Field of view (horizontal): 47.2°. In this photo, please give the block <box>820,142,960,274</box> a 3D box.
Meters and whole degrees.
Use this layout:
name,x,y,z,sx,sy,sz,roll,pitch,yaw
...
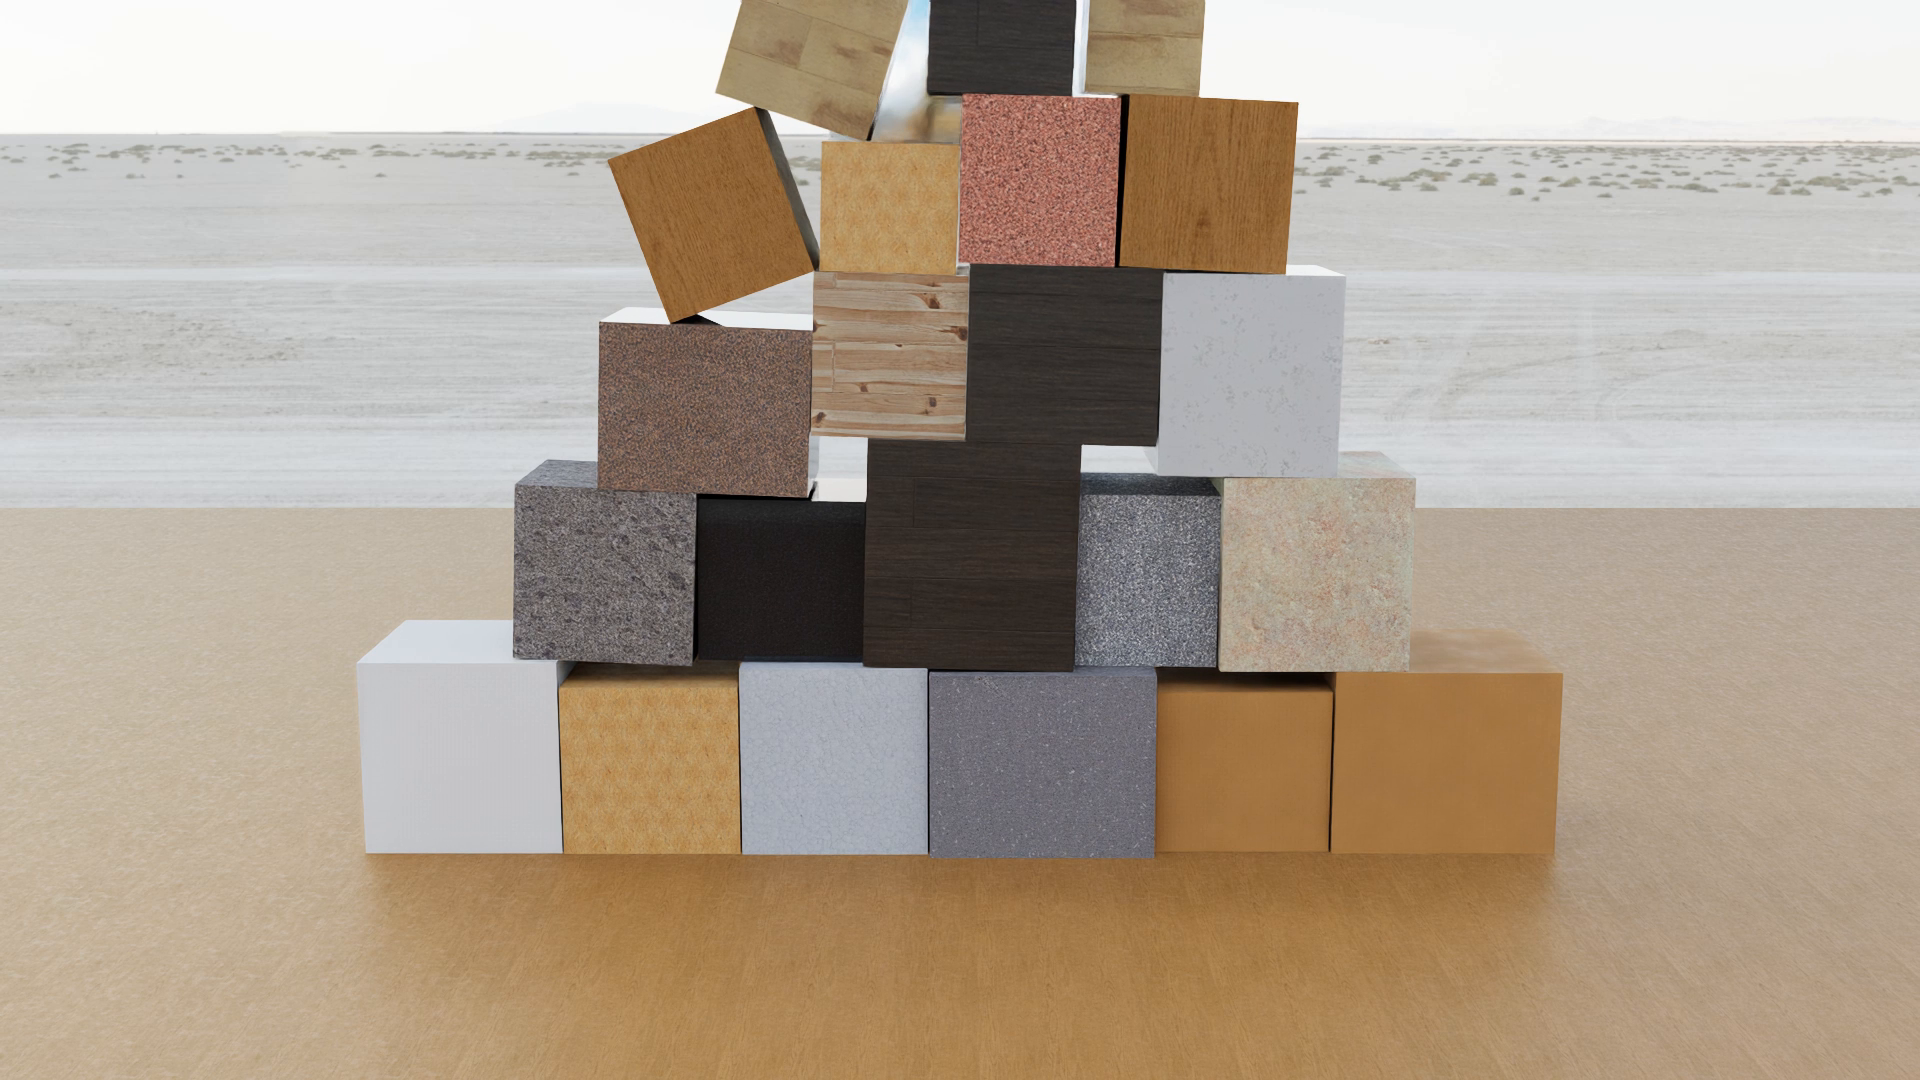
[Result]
name,x,y,z,sx,sy,sz,roll,pitch,yaw
block,-0.339,-1.650,10.869,0.656,0.615,0.693,2,10,0

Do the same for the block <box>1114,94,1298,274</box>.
name,x,y,z,sx,sy,sz,roll,pitch,yaw
block,1.179,-1.766,10.873,0.801,0.811,0.818,3,10,-1

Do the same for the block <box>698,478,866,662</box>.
name,x,y,z,sx,sy,sz,roll,pitch,yaw
block,-0.882,0.138,11.211,0.822,0.810,0.736,1,10,0

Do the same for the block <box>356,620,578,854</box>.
name,x,y,z,sx,sy,sz,roll,pitch,yaw
block,-2.474,0.996,11.365,0.980,0.974,0.981,0,10,0

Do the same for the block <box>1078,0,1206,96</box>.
name,x,y,z,sx,sy,sz,roll,pitch,yaw
block,0.882,-2.463,10.722,0.551,0.581,0.529,3,10,-1

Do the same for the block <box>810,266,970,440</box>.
name,x,y,z,sx,sy,sz,roll,pitch,yaw
block,-0.339,-0.962,11.025,0.746,0.792,0.888,2,10,0

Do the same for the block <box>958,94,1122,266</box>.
name,x,y,z,sx,sy,sz,roll,pitch,yaw
block,0.377,-1.781,10.855,0.748,0.794,0.797,2,10,0

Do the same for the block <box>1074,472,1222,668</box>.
name,x,y,z,sx,sy,sz,roll,pitch,yaw
block,0.927,0.138,11.223,0.702,0.860,0.742,1,10,0

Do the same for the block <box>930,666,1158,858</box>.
name,x,y,z,sx,sy,sz,roll,pitch,yaw
block,0.406,1.018,11.380,1.113,0.926,1.155,0,10,0

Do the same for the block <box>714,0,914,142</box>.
name,x,y,z,sx,sy,sz,roll,pitch,yaw
block,-0.696,-2.420,10.729,0.751,0.746,0.688,17,10,-4

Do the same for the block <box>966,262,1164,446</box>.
name,x,y,z,sx,sy,sz,roll,pitch,yaw
block,0.499,-0.966,11.004,0.921,0.854,0.942,2,10,0

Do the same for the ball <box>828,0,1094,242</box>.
name,x,y,z,sx,sy,sz,roll,pitch,yaw
ball,0.000,-2.573,13.045,1.600,1.600,1.600,0,10,0

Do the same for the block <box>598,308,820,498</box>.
name,x,y,z,sx,sy,sz,roll,pitch,yaw
block,-1.237,-0.708,11.061,1.024,0.816,0.881,2,10,0

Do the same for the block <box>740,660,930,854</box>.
name,x,y,z,sx,sy,sz,roll,pitch,yaw
block,-0.622,1.009,11.373,0.924,0.946,1.024,0,10,0

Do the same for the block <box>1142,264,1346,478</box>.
name,x,y,z,sx,sy,sz,roll,pitch,yaw
block,1.400,-0.866,11.014,0.871,0.976,0.904,1,10,0

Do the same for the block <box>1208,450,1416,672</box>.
name,x,y,z,sx,sy,sz,roll,pitch,yaw
block,1.748,0.089,11.212,0.928,0.964,0.948,0,10,0

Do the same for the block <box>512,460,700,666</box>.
name,x,y,z,sx,sy,sz,roll,pitch,yaw
block,-1.747,0.099,11.209,0.885,0.868,0.862,3,10,0

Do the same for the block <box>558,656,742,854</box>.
name,x,y,z,sx,sy,sz,roll,pitch,yaw
block,-1.534,1.057,11.377,0.880,0.849,0.996,0,10,0

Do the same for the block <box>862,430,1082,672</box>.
name,x,y,z,sx,sy,sz,roll,pitch,yaw
block,0.055,-0.001,11.167,1.034,1.127,0.940,2,10,0

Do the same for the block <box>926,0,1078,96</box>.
name,x,y,z,sx,sy,sz,roll,pitch,yaw
block,0.205,-2.588,10.693,0.691,0.840,0.733,2,10,0

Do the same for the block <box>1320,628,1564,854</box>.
name,x,y,z,sx,sy,sz,roll,pitch,yaw
block,2.407,1.019,11.374,1.113,0.925,0.998,0,10,0

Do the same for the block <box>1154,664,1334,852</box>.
name,x,y,z,sx,sy,sz,roll,pitch,yaw
block,1.407,1.076,11.357,0.868,0.819,0.880,0,10,0

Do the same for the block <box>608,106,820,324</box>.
name,x,y,z,sx,sy,sz,roll,pitch,yaw
block,-1.188,-1.620,10.890,0.744,0.825,0.798,-19,10,3
